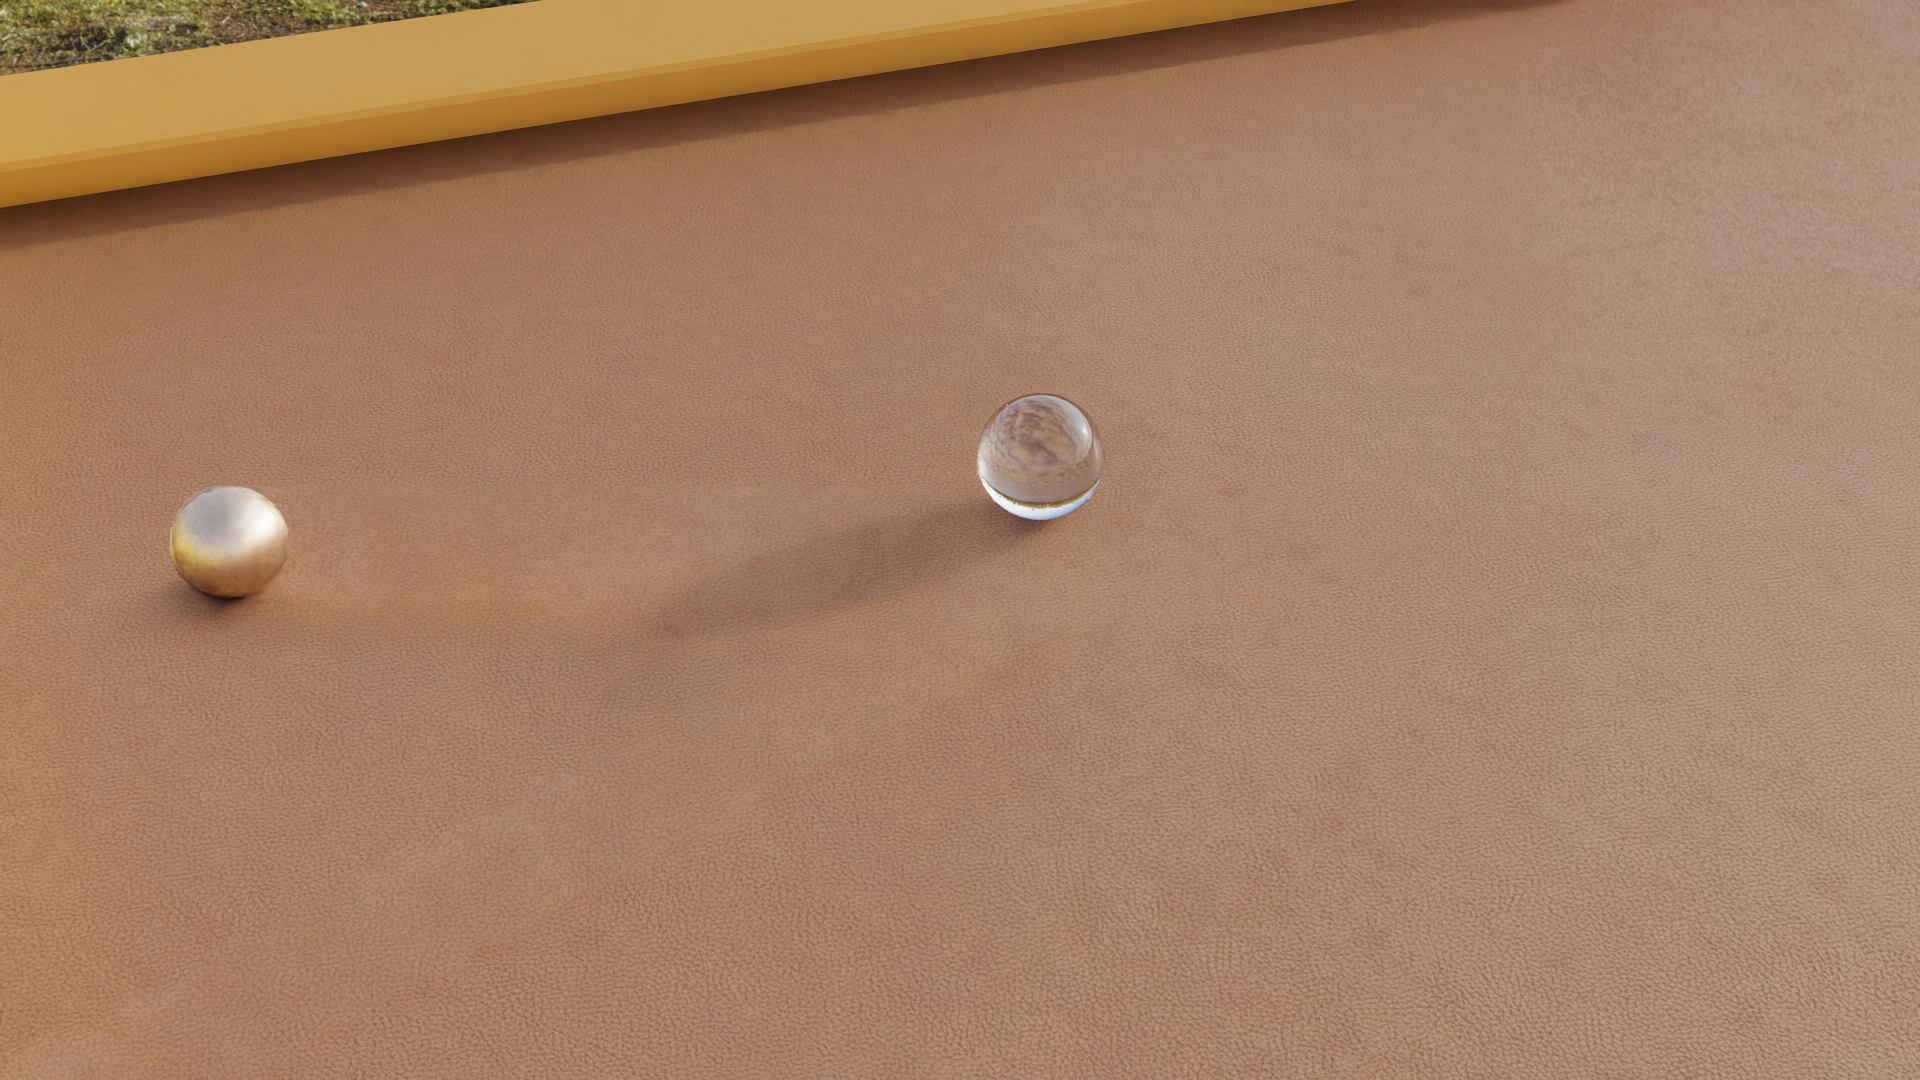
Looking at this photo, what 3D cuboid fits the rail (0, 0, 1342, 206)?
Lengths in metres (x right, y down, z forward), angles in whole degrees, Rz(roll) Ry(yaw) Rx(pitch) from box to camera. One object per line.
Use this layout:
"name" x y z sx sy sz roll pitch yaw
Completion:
"rail" 0.386 -0.522 2.267 2.649 0.105 0.045 -12 37 -16

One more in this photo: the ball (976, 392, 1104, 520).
"ball" 0.051 -0.053 1.626 0.081 0.081 0.081 0 35 0

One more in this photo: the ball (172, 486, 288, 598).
"ball" -0.444 0.001 1.560 0.069 0.069 0.069 0 35 0
